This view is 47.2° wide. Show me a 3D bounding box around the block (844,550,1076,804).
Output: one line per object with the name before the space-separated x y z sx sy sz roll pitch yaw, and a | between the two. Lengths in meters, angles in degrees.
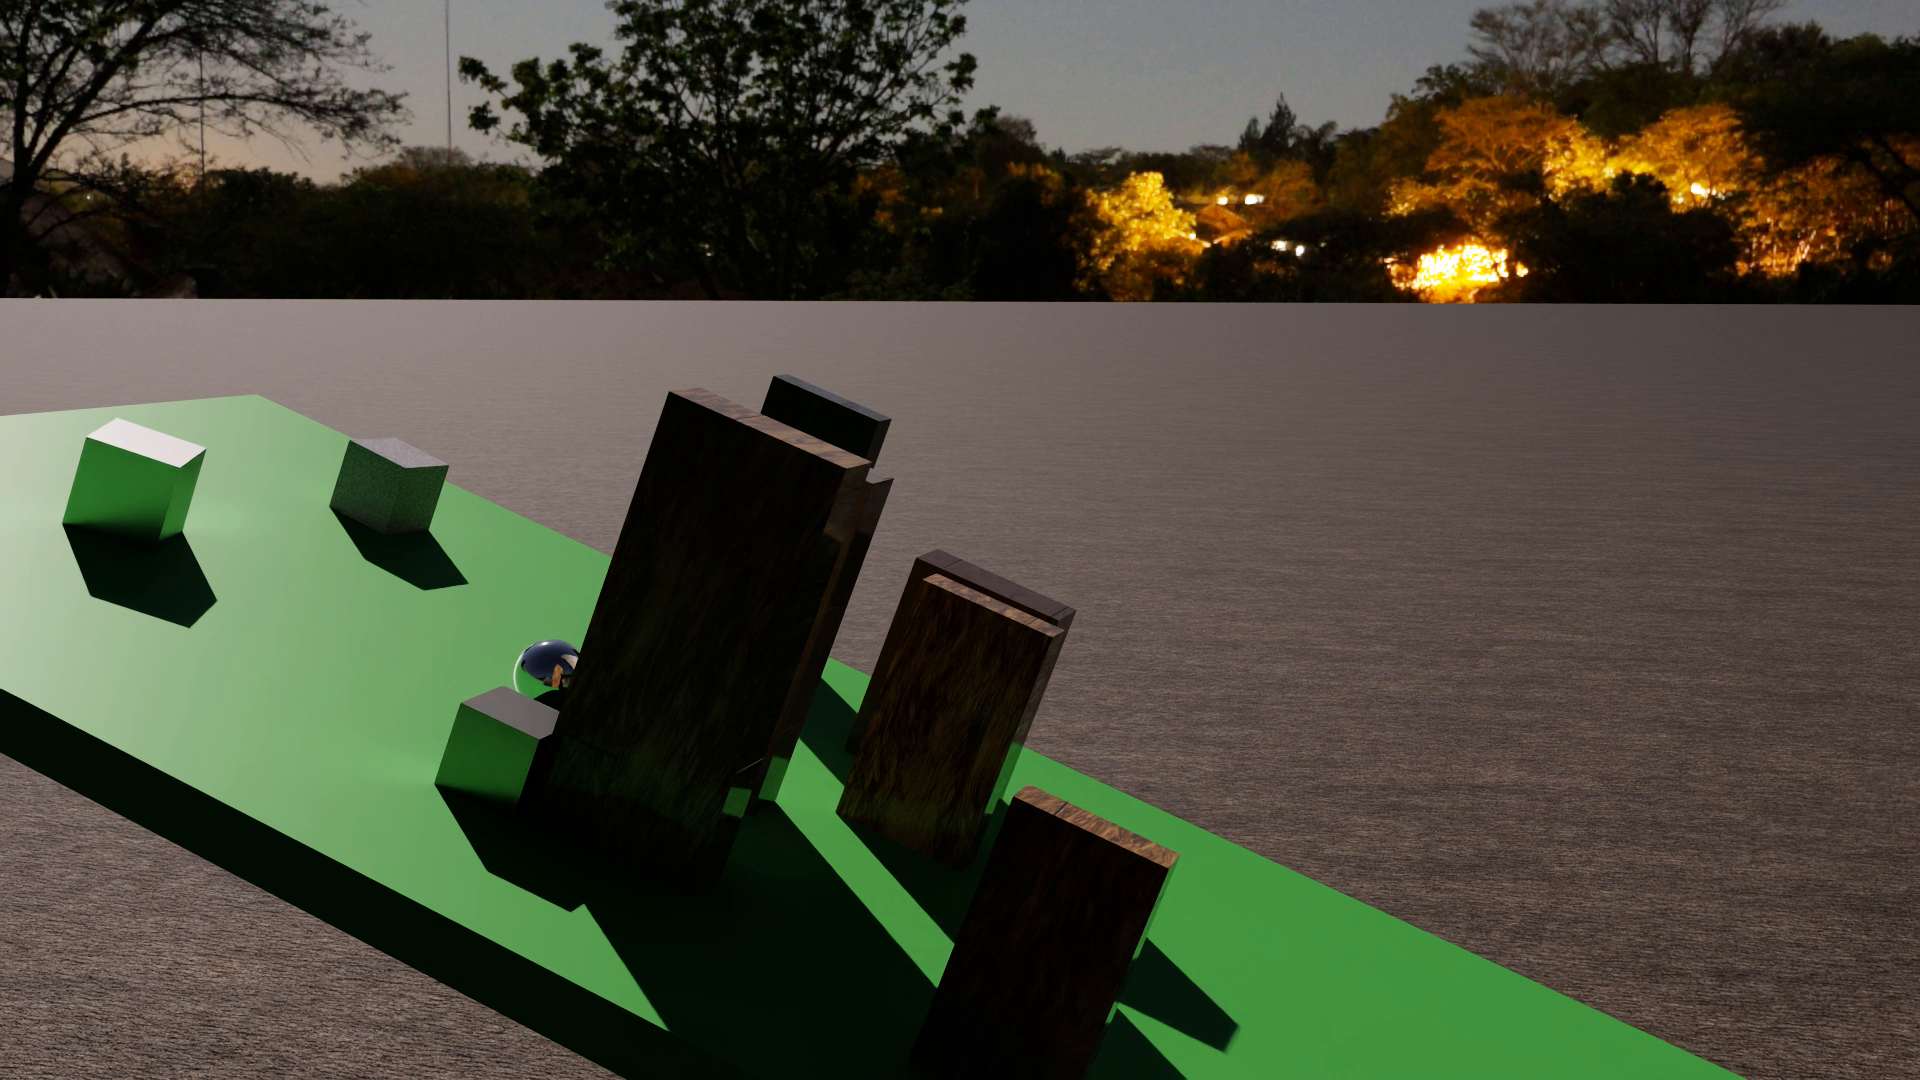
block | 0.000 0.295 4.614 0.326 0.446 0.148 24 13 13

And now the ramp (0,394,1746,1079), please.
ramp | -0.318 0.571 4.201 4.000 0.100 2.000 24 13 13

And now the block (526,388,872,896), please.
block | -0.442 0.169 3.676 0.327 0.775 0.124 24 13 13

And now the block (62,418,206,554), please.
block | -1.624 -0.108 4.332 0.182 0.182 0.182 19 13 -7

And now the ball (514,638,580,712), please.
ball | -0.783 0.261 4.210 0.142 0.142 0.142 0 7 0

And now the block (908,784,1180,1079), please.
block | 0.126 0.637 3.340 0.255 0.459 0.084 24 13 13

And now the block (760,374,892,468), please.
block | -0.393 -0.046 5.052 0.271 0.607 0.090 24 13 13

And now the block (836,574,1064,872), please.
block | -0.022 0.350 4.225 0.274 0.498 0.087 24 13 13

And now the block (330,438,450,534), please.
block | -1.291 -0.123 4.975 0.162 0.162 0.162 25 13 19

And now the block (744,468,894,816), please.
block | -0.435 0.121 4.128 0.405 0.673 0.119 24 13 13

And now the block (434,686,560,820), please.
block | -0.775 0.363 3.765 0.153 0.153 0.153 23 13 12
